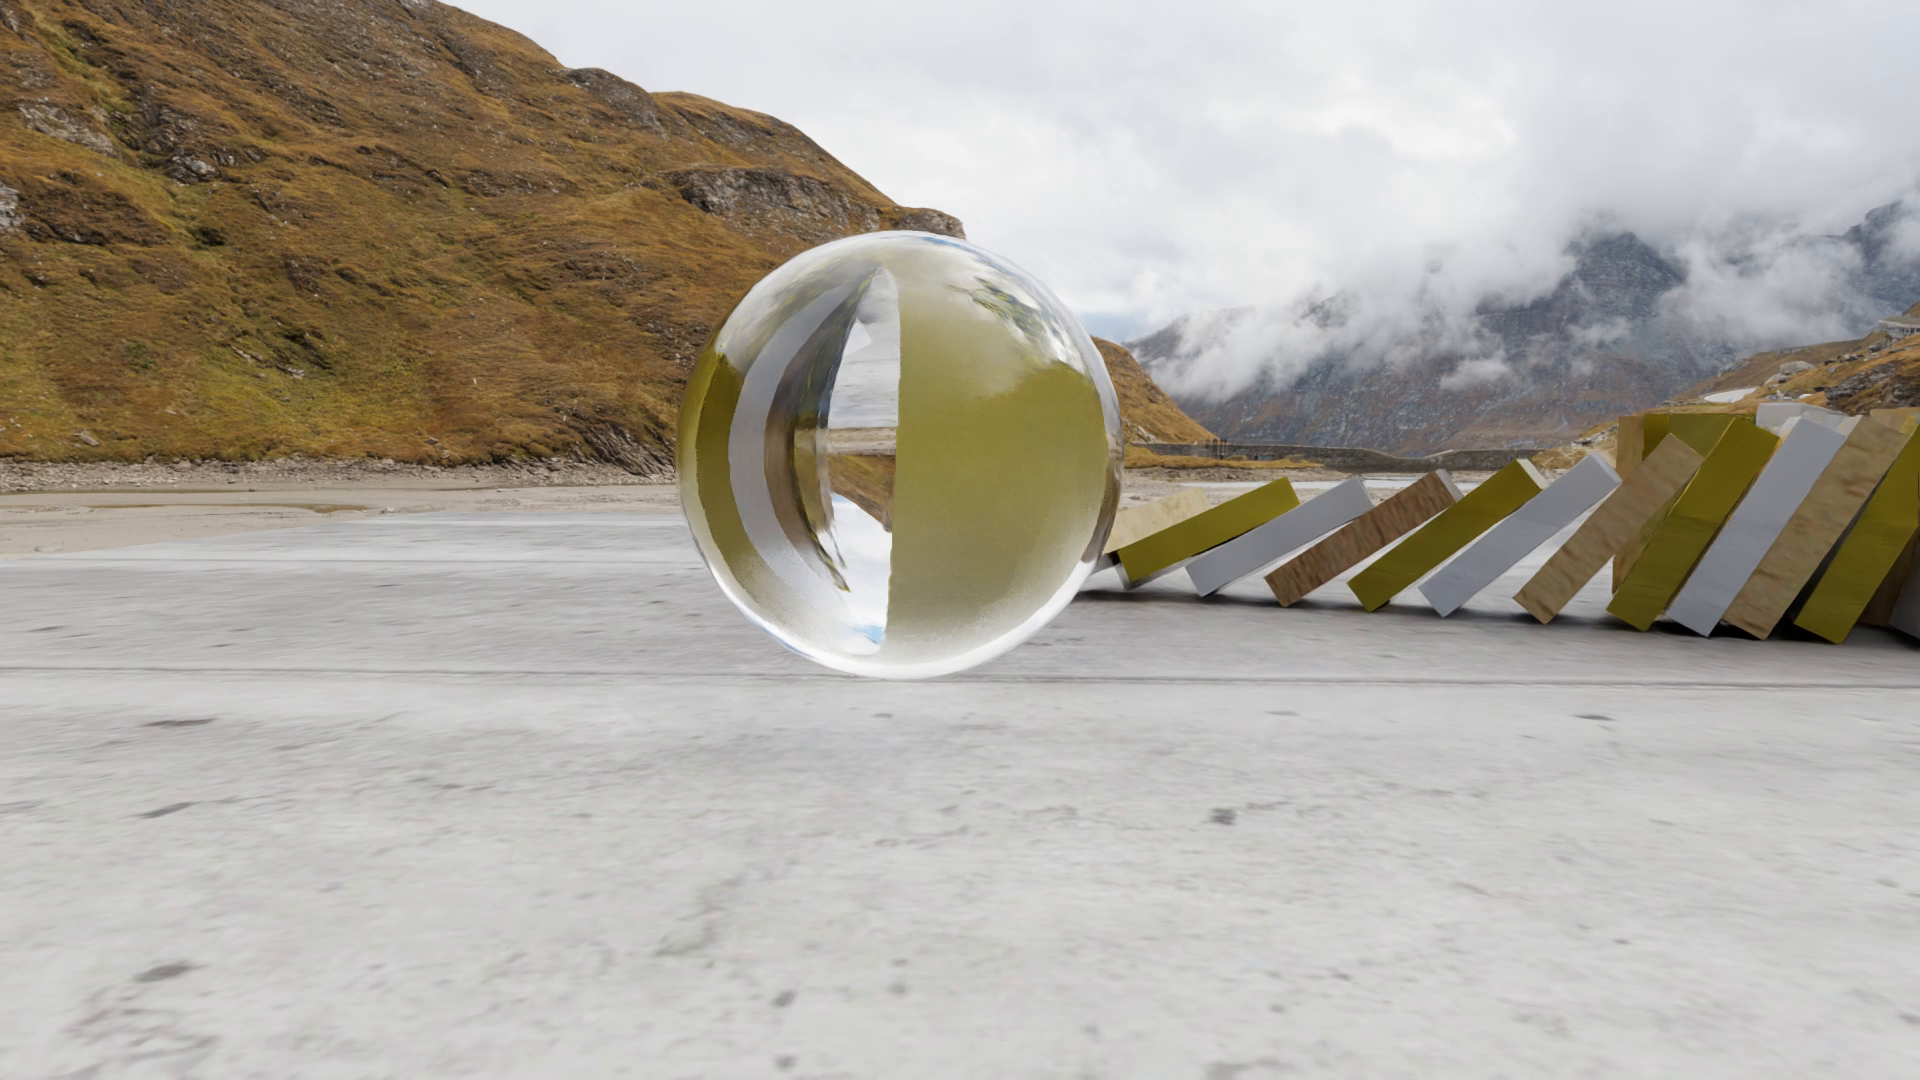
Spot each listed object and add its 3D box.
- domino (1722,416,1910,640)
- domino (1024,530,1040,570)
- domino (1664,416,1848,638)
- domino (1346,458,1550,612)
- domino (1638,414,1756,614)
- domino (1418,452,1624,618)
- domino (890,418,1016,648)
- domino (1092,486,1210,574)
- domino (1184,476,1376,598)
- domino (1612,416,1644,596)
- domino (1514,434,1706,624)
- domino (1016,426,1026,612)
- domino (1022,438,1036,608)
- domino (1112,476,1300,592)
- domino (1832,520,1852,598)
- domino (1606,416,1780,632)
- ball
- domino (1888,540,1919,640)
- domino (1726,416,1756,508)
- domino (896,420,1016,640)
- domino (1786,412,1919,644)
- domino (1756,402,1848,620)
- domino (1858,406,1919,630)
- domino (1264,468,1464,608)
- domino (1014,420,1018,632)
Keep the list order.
[{"bbox_3d":[0.187,-0.003,0.283,0.009,0.050,0.025,33,18,22],"label":"domino"},{"bbox_3d":[0.006,0.005,0.374,0.025,0.010,0.050,-24,6,-4],"label":"domino"},{"bbox_3d":[0.177,-0.003,0.288,0.010,0.050,0.025,33,18,22],"label":"domino"},{"bbox_3d":[0.123,-0.001,0.324,0.050,0.009,0.025,-42,-16,25],"label":"domino"},{"bbox_3d":[0.188,-0.007,0.326,0.025,0.050,0.010,-1,4,-7],"label":"domino"},{"bbox_3d":[0.138,-0.001,0.315,0.050,0.010,0.025,-44,-17,25],"label":"domino"},{"bbox_3d":[-0.001,-0.002,0.276,0.025,0.050,0.009,0,-26,3],"label":"domino"},{"bbox_3d":[0.046,0.000,0.369,0.050,0.010,0.025,-18,-13,-31],"label":"domino"},{"bbox_3d":[0.087,-0.001,0.346,0.050,0.010,0.025,-29,-10,17],"label":"domino"},{"bbox_3d":[0.192,-0.008,0.346,0.025,0.050,0.010,3,6,39],"label":"domino"},{"bbox_3d":[0.154,-0.003,0.305,0.010,0.050,0.025,44,23,20],"label":"domino"},{"bbox_3d":[0.004,-0.006,0.332,0.025,0.050,0.009,0,-28,5],"label":"domino"},{"bbox_3d":[0.007,-0.005,0.346,0.025,0.050,0.010,0,-37,5],"label":"domino"},{"bbox_3d":[0.068,-0.001,0.357,0.050,0.009,0.025,-24,-9,1],"label":"domino"},{"bbox_3d":[0.248,-0.010,0.361,0.010,0.050,0.025,3,5,35],"label":"domino"},{"bbox_3d":[0.168,-0.004,0.295,0.010,0.050,0.025,34,19,23],"label":"domino"},{"bbox_3d":[-0.010,-0.015,0.232,0.080,0.080,0.080,0,4,0],"label":"ball"},{"bbox_3d":[0.212,-0.003,0.268,0.009,0.050,0.025,17,10,21],"label":"domino"},{"bbox_3d":[0.206,-0.009,0.358,0.010,0.050,0.025,-3,5,-31],"label":"domino"},{"bbox_3d":[0.000,-0.003,0.287,0.025,0.050,0.010,0,-26,3],"label":"domino"},{"bbox_3d":[0.198,-0.003,0.277,0.009,0.050,0.025,30,18,25],"label":"domino"},{"bbox_3d":[0.200,-0.006,0.307,0.025,0.050,0.009,3,2,-35],"label":"domino"},{"bbox_3d":[0.218,-0.005,0.295,0.010,0.050,0.025,7,5,4],"label":"domino"},{"bbox_3d":[0.106,-0.001,0.335,0.050,0.010,0.025,-36,-12,24],"label":"domino"},{"bbox_3d":[0.001,-0.004,0.298,0.025,0.050,0.009,0,-26,3],"label":"domino"}]
